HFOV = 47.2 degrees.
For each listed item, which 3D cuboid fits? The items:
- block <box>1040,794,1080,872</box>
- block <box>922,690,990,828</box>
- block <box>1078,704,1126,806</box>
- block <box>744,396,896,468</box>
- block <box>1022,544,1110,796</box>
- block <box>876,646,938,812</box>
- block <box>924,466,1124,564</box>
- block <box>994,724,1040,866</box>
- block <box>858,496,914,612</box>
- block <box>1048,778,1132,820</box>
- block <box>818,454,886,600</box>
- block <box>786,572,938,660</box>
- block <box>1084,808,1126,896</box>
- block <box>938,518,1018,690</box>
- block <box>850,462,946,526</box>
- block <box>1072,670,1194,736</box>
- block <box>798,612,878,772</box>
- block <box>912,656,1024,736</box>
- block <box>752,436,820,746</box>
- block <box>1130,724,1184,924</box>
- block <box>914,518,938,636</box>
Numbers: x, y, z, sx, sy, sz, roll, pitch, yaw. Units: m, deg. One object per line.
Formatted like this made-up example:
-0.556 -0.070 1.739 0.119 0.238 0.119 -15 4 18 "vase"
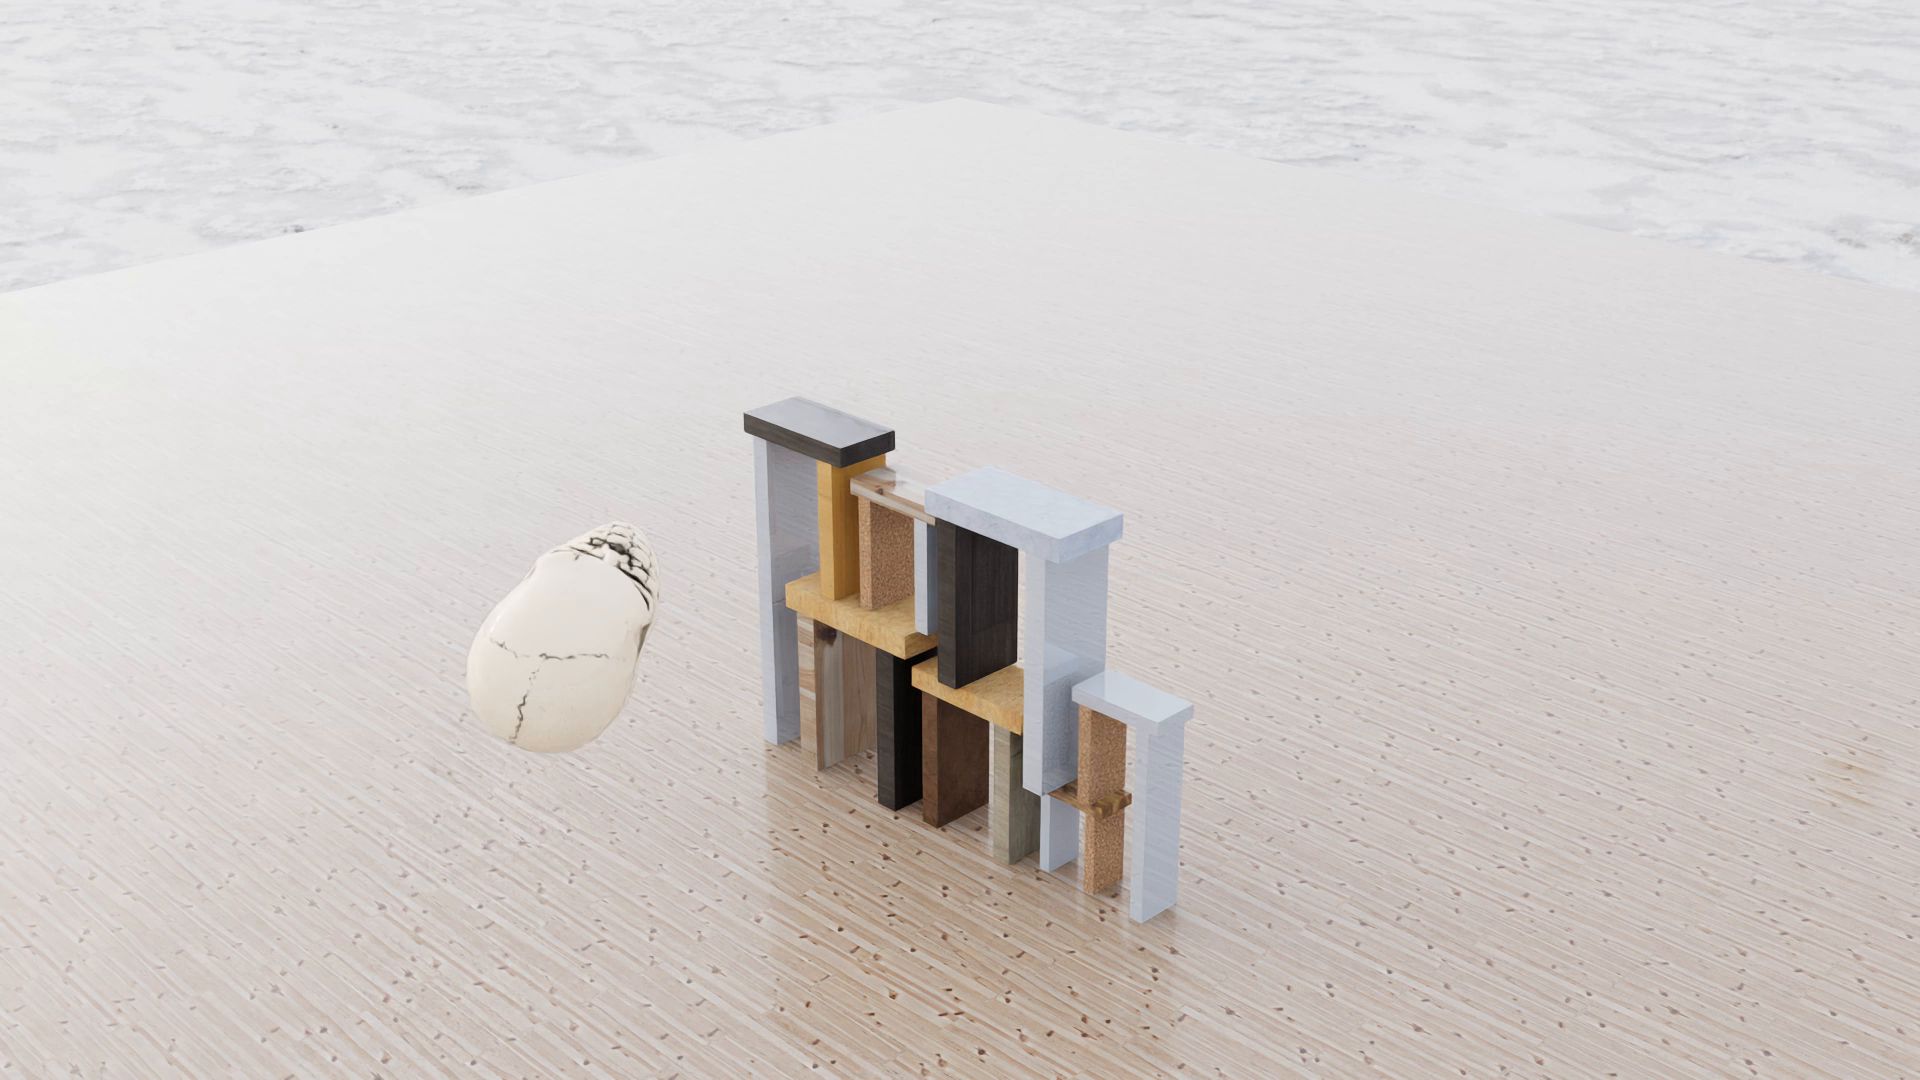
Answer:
0.193 0.549 4.248 0.086 0.171 0.024 -21 31 -41 "block"
-0.008 0.416 4.403 0.042 0.295 0.148 21 31 41 "block"
0.266 0.384 4.096 0.102 0.203 0.029 -21 31 -40 "block"
-0.285 -0.220 4.436 0.294 0.042 0.147 21 31 41 "block"
0.197 0.228 4.103 0.172 0.486 0.049 -21 31 -40 "block"
-0.087 0.357 4.466 0.050 0.355 0.177 21 31 41 "block"
0.116 -0.050 4.073 0.172 0.049 0.344 -21 31 -41 "block"
0.132 0.470 4.275 0.042 0.295 0.148 21 31 41 "block"
-0.146 0.012 4.391 0.034 0.238 0.119 21 31 41 "block"
0.233 0.475 4.173 0.085 0.024 0.171 -21 31 -40 "block"
-0.216 -0.038 4.438 0.042 0.294 0.147 21 31 41 "block"
-0.170 0.138 4.464 0.355 0.050 0.177 21 31 41 "block"
0.274 0.580 4.174 0.086 0.171 0.024 -21 31 -41 "block"
0.035 0.099 4.225 0.049 0.344 0.172 21 31 41 "block"
-0.089 -0.091 4.287 0.238 0.034 0.119 21 31 41 "block"
0.314 0.296 4.006 0.203 0.029 0.102 21 31 40 "block"
-0.254 0.291 4.620 0.050 0.355 0.177 21 31 41 "block"
0.062 0.288 4.273 0.295 0.042 0.148 21 31 41 "block"
-0.355 0.094 4.644 0.042 0.699 0.147 21 31 41 "block"
0.363 0.511 4.047 0.029 0.399 0.102 21 31 41 "block"
-0.034 0.056 4.288 0.034 0.238 0.119 21 31 41 "block"
